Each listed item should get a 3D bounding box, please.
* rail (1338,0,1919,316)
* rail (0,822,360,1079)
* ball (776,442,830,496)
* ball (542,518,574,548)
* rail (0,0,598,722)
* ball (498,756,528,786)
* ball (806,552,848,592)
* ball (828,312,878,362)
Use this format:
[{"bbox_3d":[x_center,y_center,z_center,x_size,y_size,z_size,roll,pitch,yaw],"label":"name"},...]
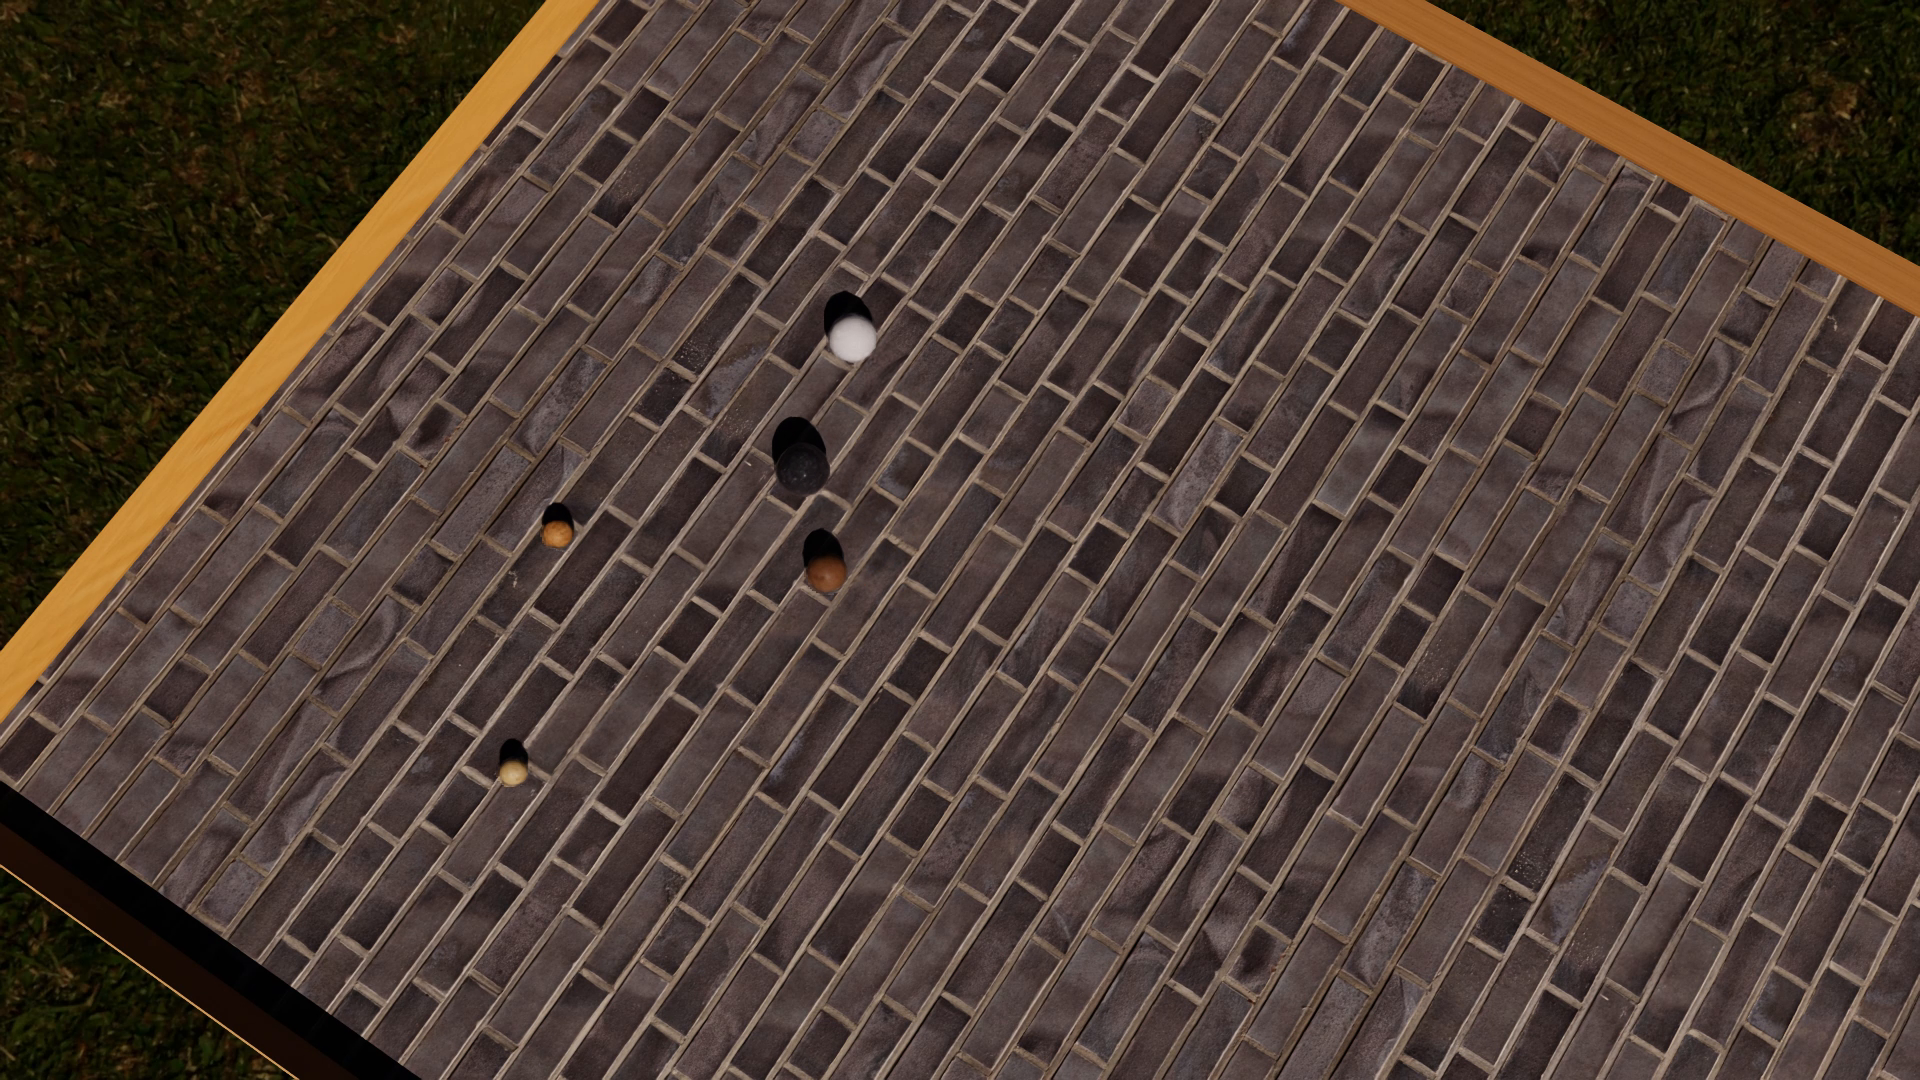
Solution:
[{"bbox_3d":[1.561,-0.376,3.548,4.362,0.110,0.045,32,73,11],"label":"rail"},{"bbox_3d":[0.263,1.486,2.880,4.362,0.110,0.045,32,73,11],"label":"rail"},{"bbox_3d":[-0.247,-0.111,3.467,0.085,0.085,0.085,0,70,0],"label":"ball"},{"bbox_3d":[-0.631,-0.011,3.451,0.047,0.047,0.047,0,70,0],"label":"ball"},{"bbox_3d":[-0.892,-0.559,3.614,0.045,0.110,2.413,32,73,11],"label":"rail"},{"bbox_3d":[-0.675,0.349,3.324,0.044,0.044,0.044,0,70,0],"label":"ball"},{"bbox_3d":[-0.207,0.049,3.421,0.064,0.064,0.064,0,70,0],"label":"ball"},{"bbox_3d":[-0.173,-0.327,3.548,0.079,0.079,0.079,0,70,0],"label":"ball"}]
